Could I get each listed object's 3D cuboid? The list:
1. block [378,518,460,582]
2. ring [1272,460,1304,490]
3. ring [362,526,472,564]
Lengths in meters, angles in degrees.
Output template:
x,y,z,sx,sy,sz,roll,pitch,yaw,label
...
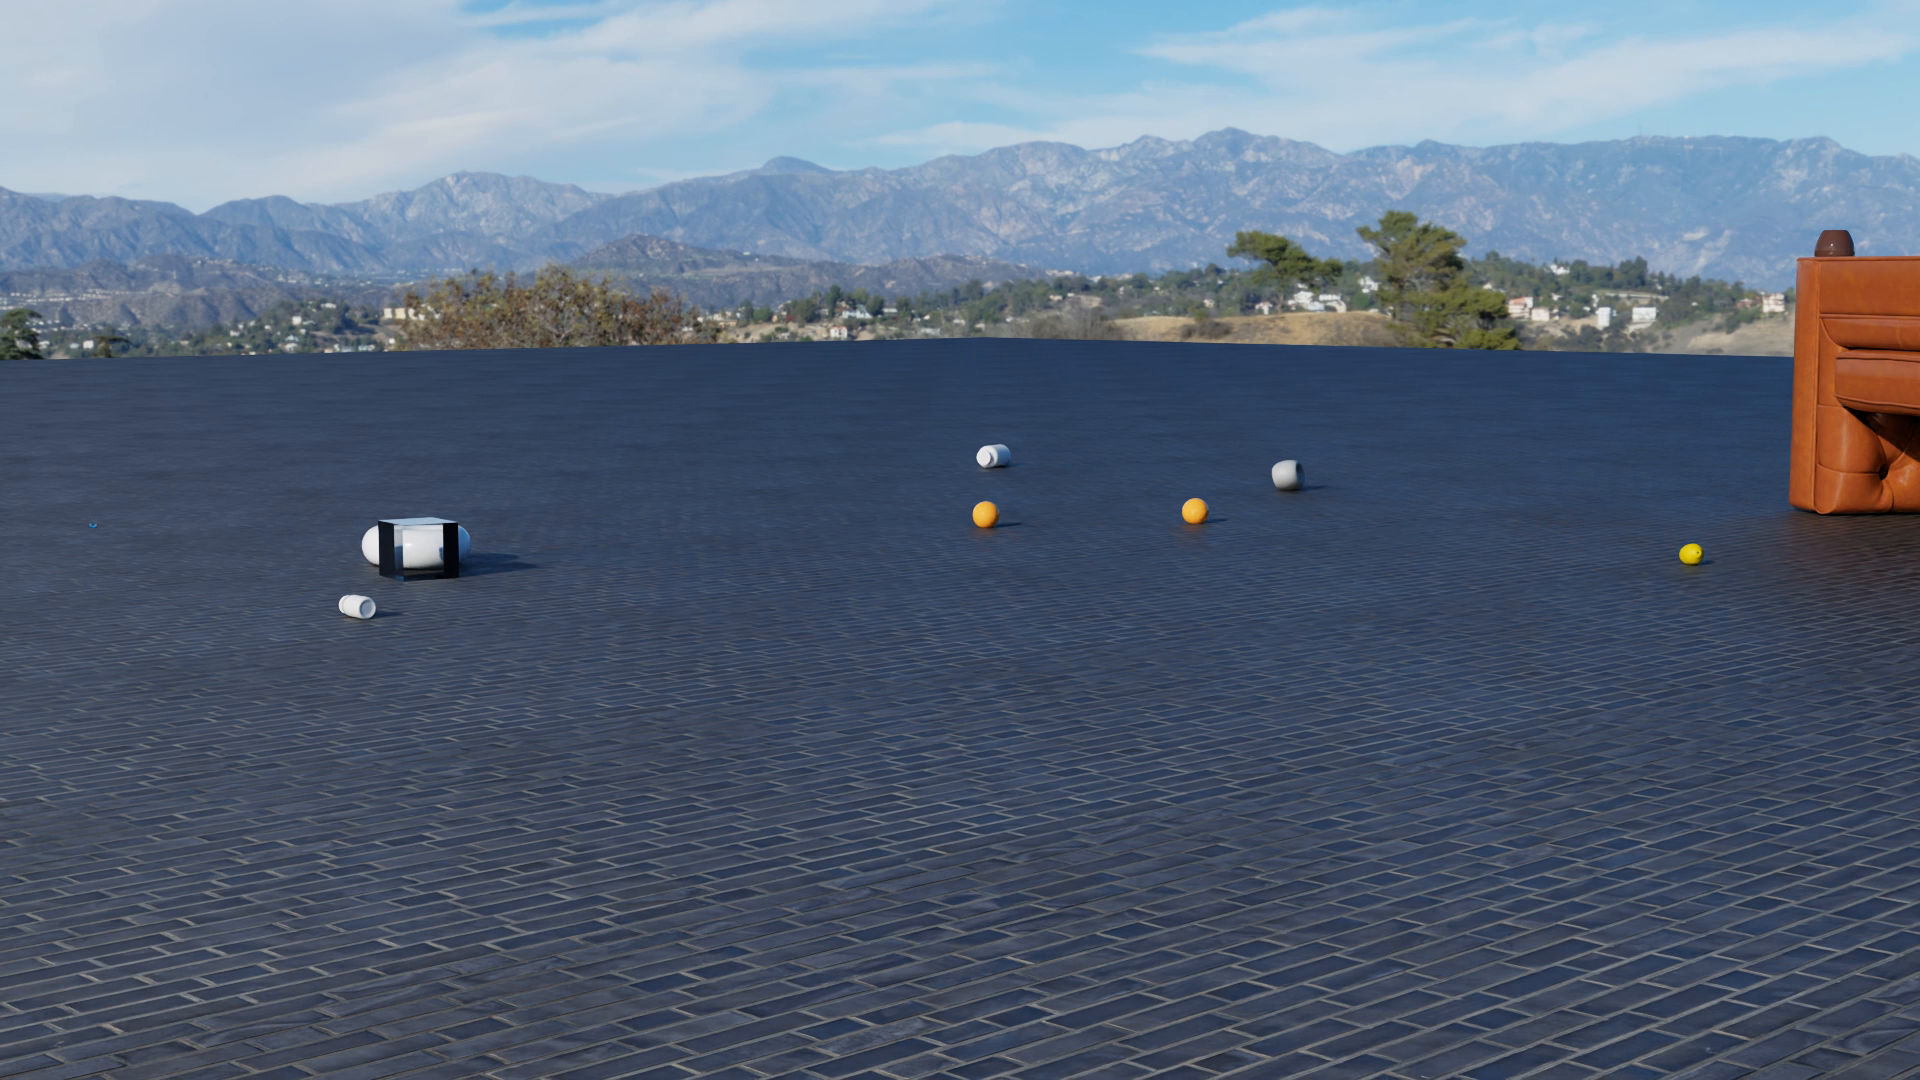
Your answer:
x,y,z,sx,sy,sz,roll,pitch,yaw,label
-1.187,0.020,5.624,0.128,0.122,0.141,-4,7,-34,block
1.011,-0.198,7.894,0.078,0.094,0.150,-11,-7,20,ring
-1.244,0.011,5.874,0.253,0.090,0.231,1,5,23,ring
